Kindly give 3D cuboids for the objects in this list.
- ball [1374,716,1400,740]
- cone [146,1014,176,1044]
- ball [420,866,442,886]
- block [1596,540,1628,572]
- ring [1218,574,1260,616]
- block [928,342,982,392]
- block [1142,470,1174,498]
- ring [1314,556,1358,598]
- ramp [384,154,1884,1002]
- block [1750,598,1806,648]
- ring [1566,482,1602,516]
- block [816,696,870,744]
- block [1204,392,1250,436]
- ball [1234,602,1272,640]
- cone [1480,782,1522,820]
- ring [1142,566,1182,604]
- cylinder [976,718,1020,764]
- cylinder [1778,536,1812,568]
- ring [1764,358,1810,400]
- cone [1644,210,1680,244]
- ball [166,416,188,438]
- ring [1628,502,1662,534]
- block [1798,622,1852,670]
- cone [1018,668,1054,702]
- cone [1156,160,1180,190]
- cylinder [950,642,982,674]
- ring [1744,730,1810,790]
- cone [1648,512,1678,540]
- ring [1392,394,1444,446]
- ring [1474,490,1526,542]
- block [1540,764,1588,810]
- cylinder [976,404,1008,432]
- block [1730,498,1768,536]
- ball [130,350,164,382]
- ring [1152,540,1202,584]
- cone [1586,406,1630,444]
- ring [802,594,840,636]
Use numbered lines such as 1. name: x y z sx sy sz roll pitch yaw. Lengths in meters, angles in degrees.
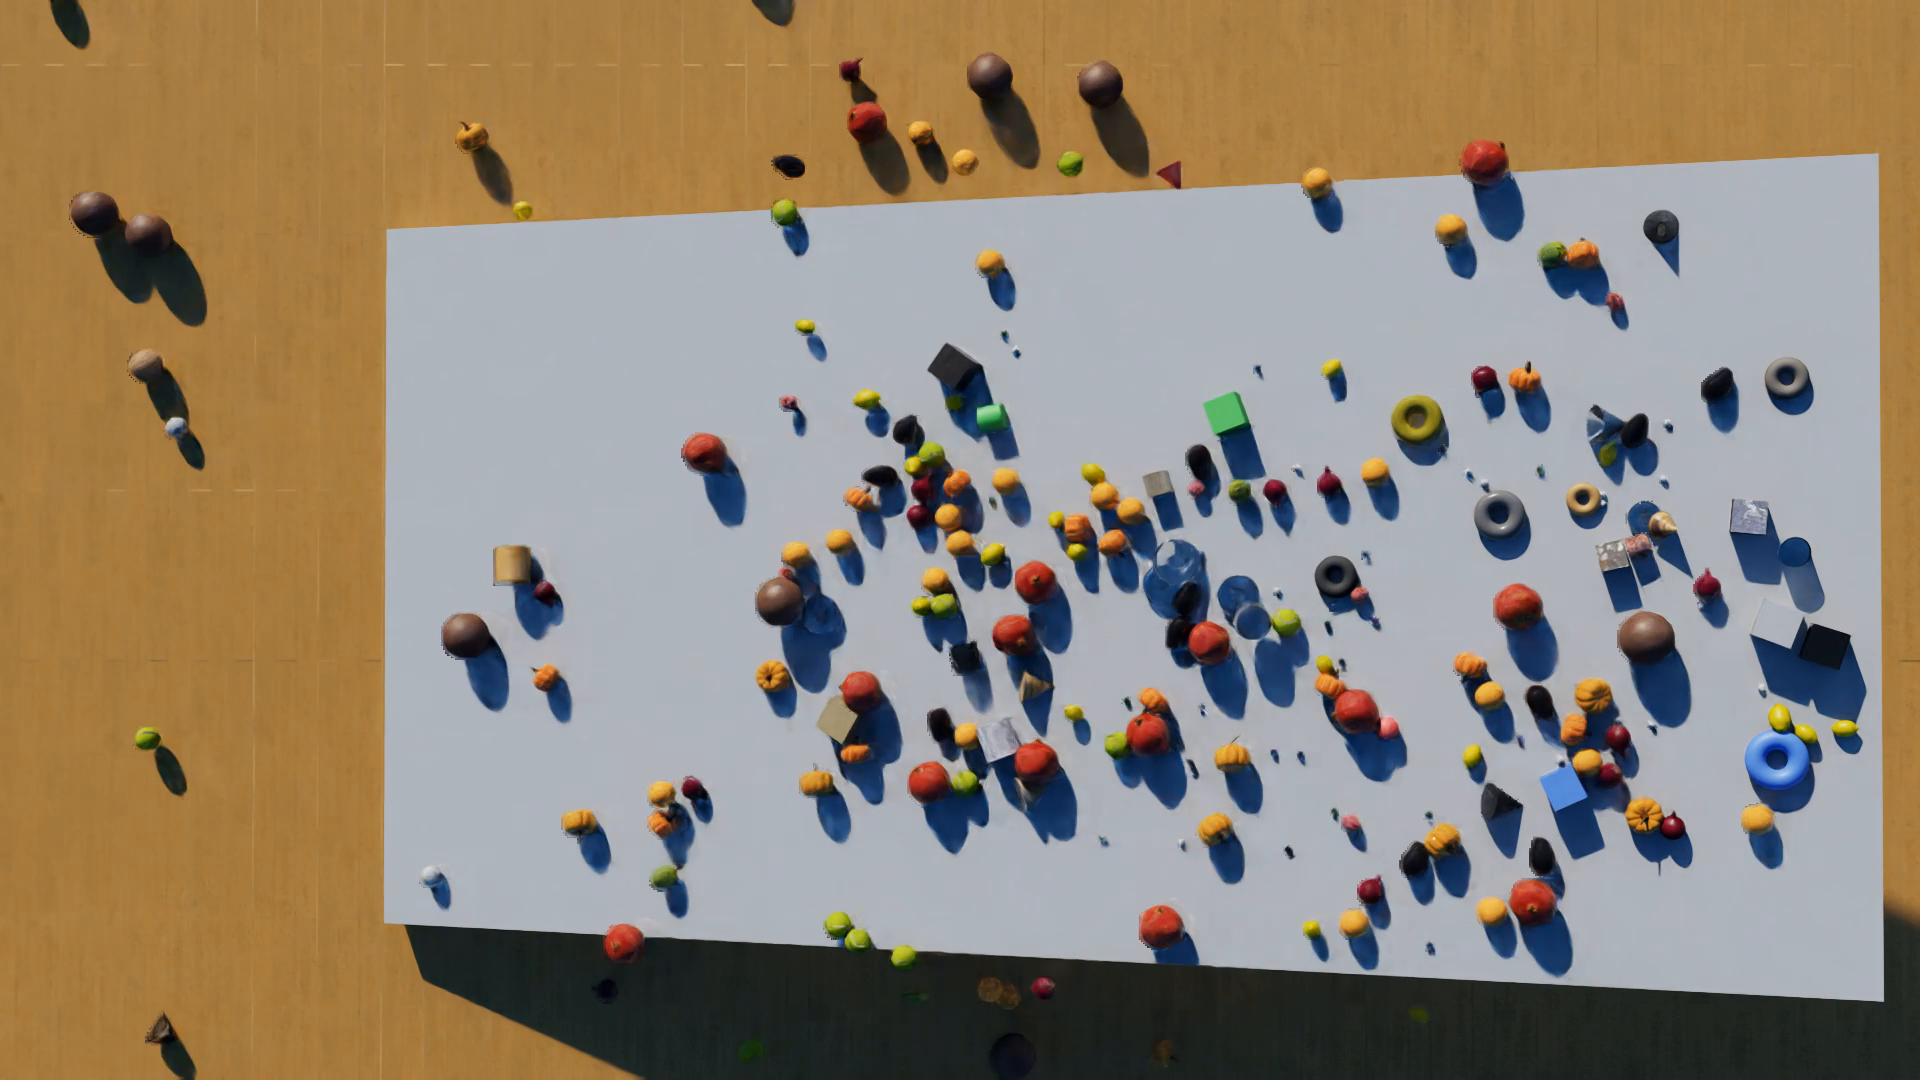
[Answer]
1. ball: 1.064 0.470 5.483 0.060 0.060 0.060 0 89 0
2. cone: -2.319 1.412 6.396 0.082 0.082 0.082 -5 62 0
3. ball: -1.503 0.954 6.250 0.059 0.059 0.059 0 89 0
4. block: 1.581 0.038 5.330 0.066 0.066 0.066 -14 85 16
5. ring: 0.710 0.142 5.607 0.108 0.036 0.108 0 90 17
6. block: -0.014 -0.456 5.806 0.089 0.089 0.089 38 100 14
7. block: 0.510 -0.144 5.660 0.058 0.058 0.058 -16 85 16
8. ring: 0.947 0.093 5.537 0.108 0.036 0.108 0 90 16
9. ramp: 0.272 0.095 5.811 4.000 0.100 2.000 0 89 17
10. block: 1.935 0.197 5.208 0.092 0.092 0.092 22 95 16
11. ring: 1.523 -0.099 5.370 0.084 0.028 0.084 0 90 16
12. block: -0.316 0.480 5.883 0.090 0.090 0.090 31 98 15
13. block: 0.679 -0.321 5.598 0.084 0.084 0.084 -21 83 15
14. ball: 0.736 0.204 5.526 0.097 0.097 0.097 0 89 0
15. cone: 1.344 0.648 5.406 0.093 0.093 0.093 8 89 -10
16. ring: 0.522 0.114 5.665 0.104 0.035 0.104 0 90 16
17. cylinder: 0.100 0.524 5.755 0.094 0.094 0.094 -21 84 0
18. cylinder: 1.976 0.029 5.208 0.071 0.071 0.071 0 89 17
19. ring: 1.969 -0.385 5.236 0.101 0.034 0.101 1 92 20
20. cone: 1.691 -0.761 5.300 0.083 0.083 0.083 0 89 17
21. ball: -2.283 -0.329 6.411 0.062 0.062 0.062 0 89 0
22. ring: 1.660 -0.053 5.328 0.082 0.027 0.082 0 89 18
23. block: 2.036 0.250 5.179 0.087 0.087 0.087 19 95 16
24. cone: 0.204 0.380 5.754 0.090 0.090 0.090 2 89 -10
25. cone: 0.591 -0.993 6.059 0.077 0.077 0.077 -26 91 0
26. cylinder: 0.015 0.311 5.794 0.073 0.073 0.073 -12 85 0
27. ring: 1.941 0.522 5.224 0.145 0.048 0.145 0 89 16
28. cone: 1.703 -0.029 5.278 0.070 0.070 0.070 -4 102 -17
29. ring: 1.139 -0.299 5.481 0.128 0.043 0.128 0 88 16
30. ring: 1.330 -0.060 5.420 0.126 0.042 0.126 0 90 16
31. block: 1.468 0.600 5.347 0.084 0.084 0.084 -27 82 15
32. cylinder: 0.085 -0.322 5.787 0.065 0.065 0.065 -12 89 16
33. block: 1.878 -0.055 5.236 0.078 0.078 0.078 5 91 17
34. ball: -2.366 -0.507 6.398 0.094 0.094 0.094 0 89 0
35. ring: 0.556 0.055 5.633 0.124 0.041 0.124 -1 64 3
36. cone: 1.588 -0.279 5.344 0.096 0.096 0.096 1 89 -10
37. ring: -0.377 0.201 5.933 0.112 0.037 0.112 0 91 20
